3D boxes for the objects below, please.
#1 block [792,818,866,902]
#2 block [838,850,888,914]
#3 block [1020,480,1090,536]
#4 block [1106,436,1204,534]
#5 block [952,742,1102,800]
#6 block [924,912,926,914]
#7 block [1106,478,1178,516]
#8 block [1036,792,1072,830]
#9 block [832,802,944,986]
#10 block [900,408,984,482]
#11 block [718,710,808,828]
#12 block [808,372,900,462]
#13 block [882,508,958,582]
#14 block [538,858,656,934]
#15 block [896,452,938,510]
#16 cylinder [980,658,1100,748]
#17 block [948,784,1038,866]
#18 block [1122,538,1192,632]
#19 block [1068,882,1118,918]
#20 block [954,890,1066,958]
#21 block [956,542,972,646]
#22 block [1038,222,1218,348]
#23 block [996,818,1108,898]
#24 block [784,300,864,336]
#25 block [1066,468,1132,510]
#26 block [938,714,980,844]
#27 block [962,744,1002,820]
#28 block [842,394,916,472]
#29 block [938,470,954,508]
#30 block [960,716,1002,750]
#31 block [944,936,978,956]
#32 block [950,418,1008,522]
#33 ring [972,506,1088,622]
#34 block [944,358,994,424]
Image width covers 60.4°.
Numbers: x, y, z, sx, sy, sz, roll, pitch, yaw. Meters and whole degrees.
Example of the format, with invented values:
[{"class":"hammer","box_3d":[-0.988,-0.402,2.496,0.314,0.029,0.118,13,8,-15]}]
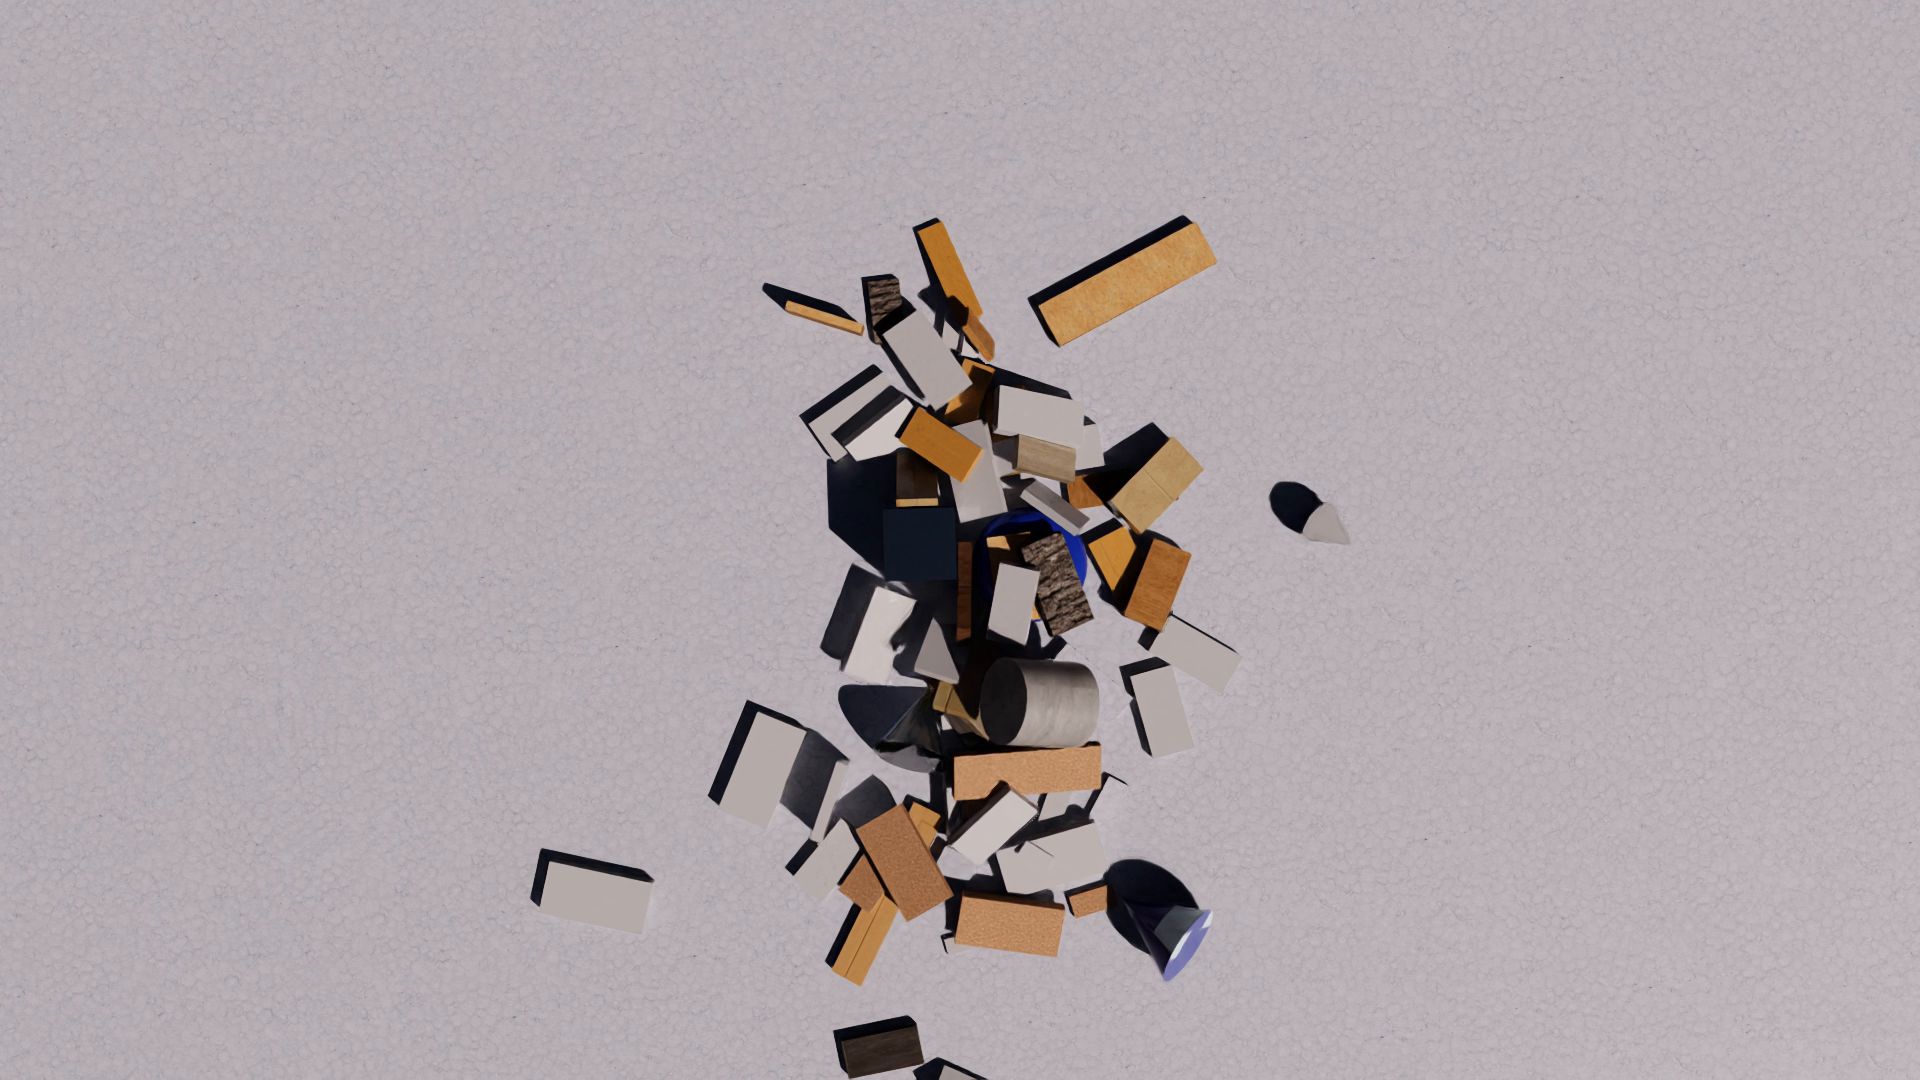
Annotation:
[{"class":"block","box_3d":[-0.426,1.061,5.482,0.128,0.036,0.256,39,90,0]},{"class":"block","box_3d":[-0.275,1.090,5.453,0.128,0.036,0.256,35,92,10]},{"class":"block","box_3d":[0.314,-0.106,5.427,0.222,0.111,0.031,36,119,9]},{"class":"block","box_3d":[0.643,-0.180,5.430,0.307,0.043,0.153,-45,98,-10]},{"class":"block","box_3d":[0.220,0.756,5.412,0.494,0.043,0.152,-3,104,-12]},{"class":"block","box_3d":[-0.135,1.178,5.451,0.016,0.112,0.056,28,97,-41]},{"class":"block","box_3d":[0.605,-0.161,5.459,0.222,0.031,0.111,-14,91,-13]},{"class":"block","box_3d":[0.316,0.885,5.489,0.075,0.021,0.149,19,90,0]},{"class":"block","box_3d":[-0.238,1.173,5.475,0.110,0.031,0.624,26,90,10]},{"class":"block","box_3d":[-0.060,-0.311,5.393,0.257,0.036,0.129,35,102,14]},{"class":"block","box_3d":[-0.654,0.762,5.475,0.174,0.049,0.348,22,90,0]},{"class":"block","box_3d":[-0.333,-0.408,5.478,0.304,0.043,0.152,-35,90,0]},{"class":"block","box_3d":[-0.129,0.015,5.385,0.231,0.231,0.231,-2,90,0]},{"class":"block","box_3d":[-1.204,1.184,5.475,0.348,0.049,0.174,12,90,0]},{"class":"block","box_3d":[-0.139,-0.195,5.382,0.133,0.266,0.038,-2,127,0]},{"class":"cylinder","box_3d":[0.254,0.522,5.276,0.277,0.277,0.277,6,90,-31]},{"class":"block","box_3d":[0.109,0.935,5.409,0.275,0.039,0.137,-44,118,10]},{"class":"block","box_3d":[0.649,0.148,5.442,0.137,0.039,0.275,22,84,-5]},{"class":"block","box_3d":[0.445,1.200,5.489,0.149,0.021,0.075,-17,90,0]},{"class":"block","box_3d":[0.164,1.267,5.446,0.342,0.048,0.171,8,103,-3]},{"class":"block","box_3d":[0.015,0.176,5.367,0.043,0.152,0.303,1,65,0]},{"class":"block","box_3d":[0.556,-0.848,5.478,0.593,0.043,0.152,-28,90,0]},{"class":"block","box_3d":[0.304,1.056,5.465,0.342,0.048,0.171,-16,98,0]},{"class":"block","box_3d":[-0.445,-0.731,5.448,0.259,0.104,0.029,17,90,0]},{"class":"block","box_3d":[0.467,-0.169,5.485,0.218,0.031,0.109,-9,90,0]},{"class":"block","box_3d":[0.007,0.787,5.465,0.125,0.035,0.426,-4,90,-17]},{"class":"block","box_3d":[0.091,0.806,5.453,0.125,0.035,0.250,9,86,-19]},{"class":"block","box_3d":[-0.249,-0.353,5.445,0.257,0.036,0.129,-38,126,1]},{"class":"block","box_3d":[-0.007,-0.207,5.485,0.222,0.031,0.109,-31,90,0]},{"class":"block","box_3d":[0.074,0.580,5.436,0.221,0.031,0.110,47,58,-9]},{"class":"block","box_3d":[0.008,1.341,5.492,0.112,0.016,0.056,-16,90,0]},{"class":"block","box_3d":[0.044,-0.226,5.404,0.153,0.043,0.312,-14,87,19]},{"class":"ring","box_3d":[0.229,0.081,5.438,0.384,0.128,0.384,0,91,1]},{"class":"block","box_3d":[0.031,-0.483,5.452,0.103,0.029,0.207,20,90,10]}]
